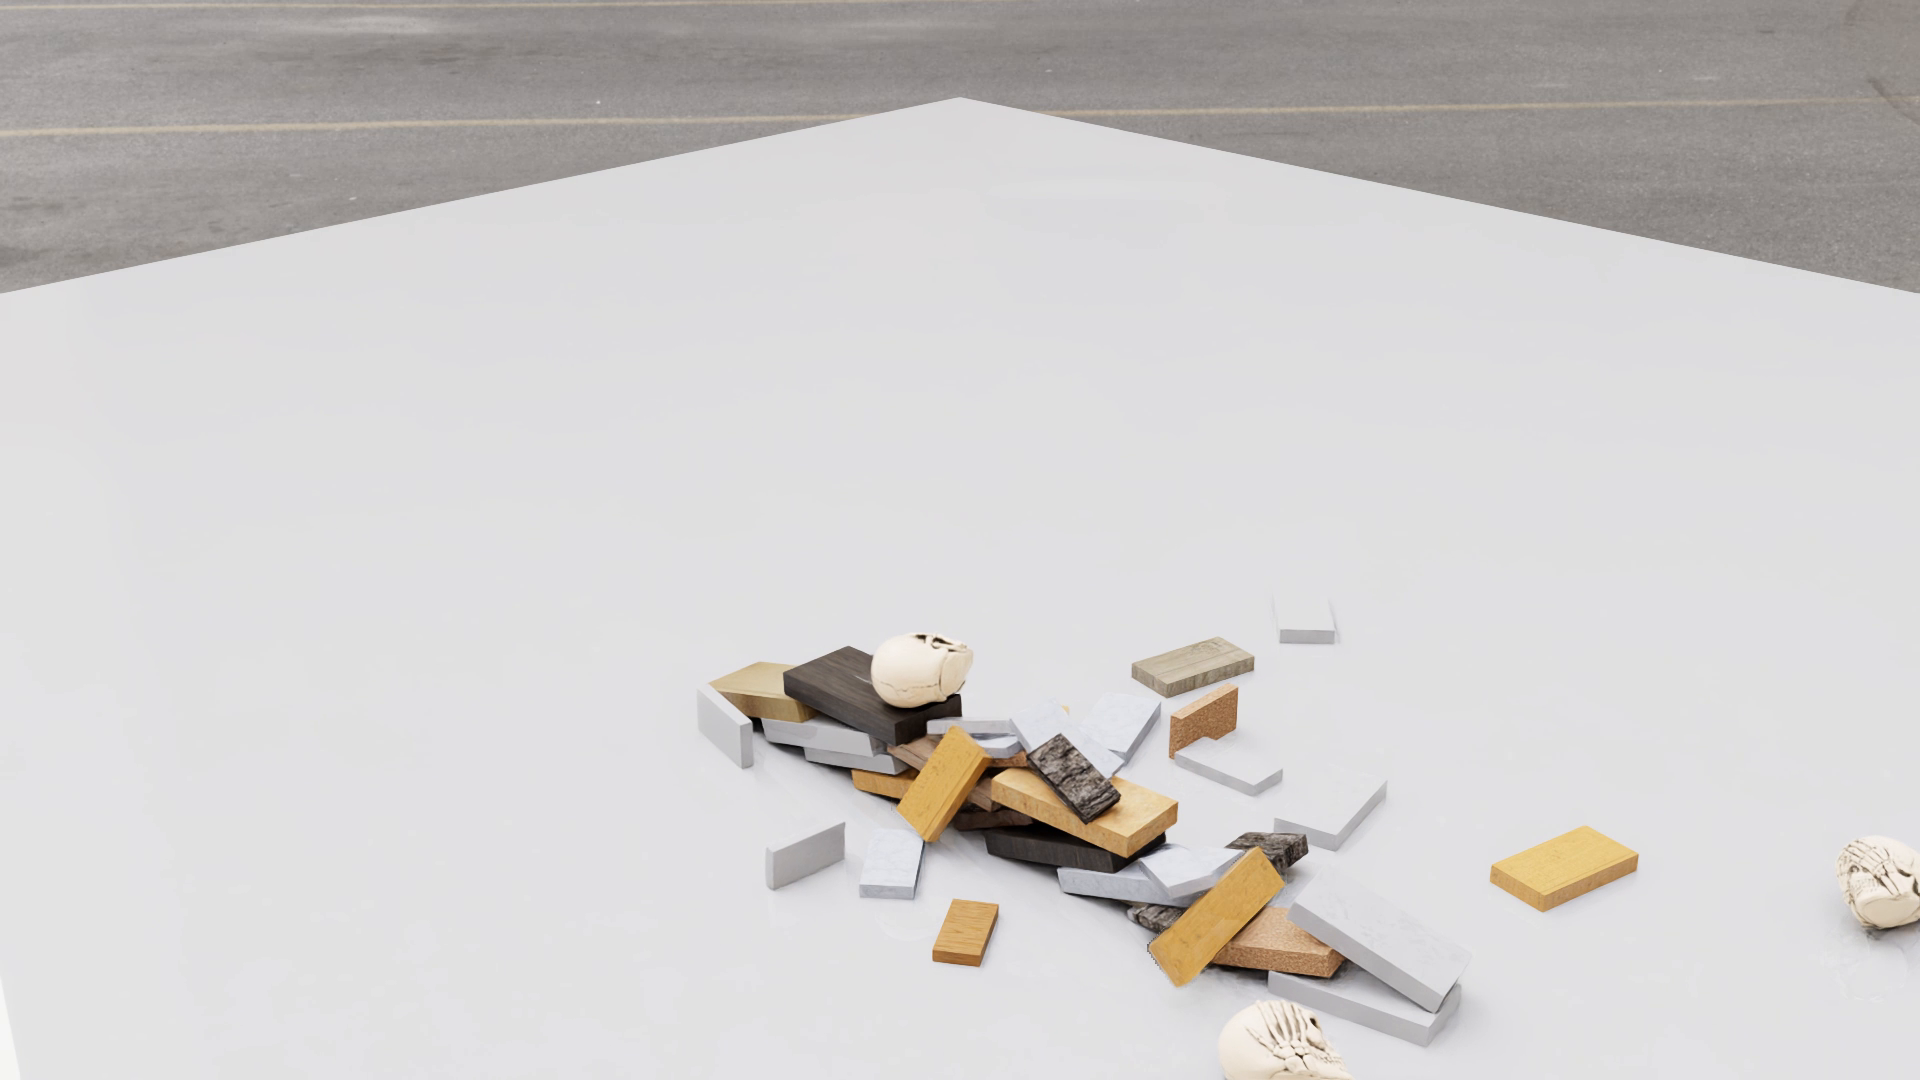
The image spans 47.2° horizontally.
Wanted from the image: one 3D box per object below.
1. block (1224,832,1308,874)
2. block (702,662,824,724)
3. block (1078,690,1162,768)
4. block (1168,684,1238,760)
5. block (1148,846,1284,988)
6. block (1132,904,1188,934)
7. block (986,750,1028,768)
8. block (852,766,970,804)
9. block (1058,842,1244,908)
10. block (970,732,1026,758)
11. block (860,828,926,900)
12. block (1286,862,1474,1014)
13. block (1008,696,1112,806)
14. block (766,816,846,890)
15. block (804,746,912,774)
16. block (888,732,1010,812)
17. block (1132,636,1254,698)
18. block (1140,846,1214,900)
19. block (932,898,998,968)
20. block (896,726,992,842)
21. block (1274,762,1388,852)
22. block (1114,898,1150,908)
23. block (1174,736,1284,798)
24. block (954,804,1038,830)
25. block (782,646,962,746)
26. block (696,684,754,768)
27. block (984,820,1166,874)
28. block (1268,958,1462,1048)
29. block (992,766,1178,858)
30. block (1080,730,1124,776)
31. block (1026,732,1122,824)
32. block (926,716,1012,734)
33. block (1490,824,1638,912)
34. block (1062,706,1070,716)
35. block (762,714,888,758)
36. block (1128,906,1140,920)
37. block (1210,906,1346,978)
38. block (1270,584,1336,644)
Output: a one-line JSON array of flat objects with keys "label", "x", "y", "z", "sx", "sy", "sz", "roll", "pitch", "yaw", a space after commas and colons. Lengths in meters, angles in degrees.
[{"label": "block", "x": 0.540, "y": 0.620, "z": 4.178, "sx": 0.133, "sy": 0.038, "sz": 0.266, "roll": -4, "pitch": 12, "yaw": 38}, {"label": "block", "x": -0.394, "y": 0.329, "z": 4.793, "sx": 0.180, "sy": 0.051, "sz": 0.359, "roll": -22, "pitch": 16, "yaw": -39}, {"label": "block", "x": 0.336, "y": 0.407, "z": 4.756, "sx": 0.128, "sy": 0.036, "sz": 0.257, "roll": 9, "pitch": 25, "yaw": 20}, {"label": "block", "x": 0.523, "y": 0.390, "z": 4.712, "sx": 0.029, "sy": 0.102, "sz": 0.204, "roll": 20, "pitch": 30, "yaw": 38}, {"label": "block", "x": 0.462, "y": 0.668, "z": 3.920, "sx": 0.024, "sy": 0.086, "sz": 0.387, "roll": -38, "pitch": -5, "yaw": 39}, {"label": "block", "x": 0.378, "y": 0.684, "z": 3.984, "sx": 0.068, "sy": 0.019, "sz": 0.135, "roll": -23, "pitch": 15, "yaw": -25}, {"label": "block", "x": 0.116, "y": 0.417, "z": 4.295, "sx": 0.159, "sy": 0.023, "sz": 0.080, "roll": -6, "pitch": 15, "yaw": 40}, {"label": "block", "x": -0.069, "y": 0.483, "z": 4.489, "sx": 0.290, "sy": 0.041, "sz": 0.145, "roll": 6, "pitch": 22, "yaw": 45}, {"label": "block", "x": 0.358, "y": 0.621, "z": 4.122, "sx": 0.323, "sy": 0.046, "sz": 0.162, "roll": -1, "pitch": 16, "yaw": 44}, {"label": "block", "x": 0.064, "y": 0.401, "z": 4.323, "sx": 0.159, "sy": 0.023, "sz": 0.080, "roll": -4, "pitch": 17, "yaw": 47}, {"label": "block", "x": -0.129, "y": 0.625, "z": 4.250, "sx": 0.104, "sy": 0.029, "sz": 0.208, "roll": 2, "pitch": 23, "yaw": 5}, {"label": "block", "x": 0.733, "y": 0.693, "z": 3.843, "sx": 0.298, "sy": 0.042, "sz": 0.149, "roll": 32, "pitch": 34, "yaw": 19}, {"label": "block", "x": 0.190, "y": 0.401, "z": 4.192, "sx": 0.102, "sy": 0.029, "sz": 0.204, "roll": -23, "pitch": 59, "yaw": -23}, {"label": "block", "x": -0.297, "y": 0.602, "z": 4.229, "sx": 0.175, "sy": 0.087, "sz": 0.025, "roll": -19, "pitch": 33, "yaw": -38}, {"label": "block", "x": -0.180, "y": 0.430, "z": 4.594, "sx": 0.145, "sy": 0.041, "sz": 0.290, "roll": -22, "pitch": 16, "yaw": -40}, {"label": "block", "x": 0.007, "y": 0.439, "z": 4.400, "sx": 0.290, "sy": 0.041, "sz": 0.145, "roll": 26, "pitch": 35, "yaw": 37}, {"label": "block", "x": 0.534, "y": 0.290, "z": 5.031, "sx": 0.256, "sy": 0.036, "sz": 0.128, "roll": -15, "pitch": 27, "yaw": -31}, {"label": "block", "x": 0.393, "y": 0.603, "z": 3.993, "sx": 0.086, "sy": 0.024, "sz": 0.172, "roll": -15, "pitch": 12, "yaw": -9}, {"label": "block", "x": 0.011, "y": 0.719, "z": 4.034, "sx": 0.087, "sy": 0.025, "sz": 0.175, "roll": 5, "pitch": 23, "yaw": 11}, {"label": "block", "x": -0.032, "y": 0.478, "z": 4.307, "sx": 0.029, "sy": 0.208, "sz": 0.104, "roll": 18, "pitch": 20, "yaw": -50}, {"label": "block", "x": 0.751, "y": 0.537, "z": 4.446, "sx": 0.133, "sy": 0.038, "sz": 0.266, "roll": 14, "pitch": 27, "yaw": 29}, {"label": "block", "x": 0.344, "y": 0.662, "z": 4.119, "sx": 0.068, "sy": 0.019, "sz": 0.135, "roll": -19, "pitch": 13, "yaw": -26}, {"label": "block", "x": 0.563, "y": 0.474, "z": 4.607, "sx": 0.204, "sy": 0.029, "sz": 0.102, "roll": 20, "pitch": 30, "yaw": 39}, {"label": "block", "x": 0.100, "y": 0.532, "z": 4.350, "sx": 0.110, "sy": 0.031, "sz": 0.220, "roll": -23, "pitch": 8, "yaw": -42}, {"label": "block", "x": -0.183, "y": 0.319, "z": 4.548, "sx": 0.180, "sy": 0.051, "sz": 0.359, "roll": -21, "pitch": 28, "yaw": -38}, {"label": "block", "x": -0.502, "y": 0.397, "z": 4.693, "sx": 0.029, "sy": 0.104, "sz": 0.208, "roll": -14, "pitch": 27, "yaw": -29}, {"label": "block", "x": 0.220, "y": 0.573, "z": 4.248, "sx": 0.323, "sy": 0.046, "sz": 0.162, "roll": 1, "pitch": 18, "yaw": 44}, {"label": "block", "x": 0.708, "y": 0.786, "z": 3.854, "sx": 0.298, "sy": 0.042, "sz": 0.149, "roll": 14, "pitch": 27, "yaw": 30}, {"label": "block", "x": 0.236, "y": 0.497, "z": 4.195, "sx": 0.323, "sy": 0.046, "sz": 0.162, "roll": 19, "pitch": 31, "yaw": 36}, {"label": "block", "x": 0.231, "y": 0.407, "z": 4.240, "sx": 0.159, "sy": 0.023, "sz": 0.080, "roll": 34, "pitch": 37, "yaw": 18}, {"label": "block", "x": 0.212, "y": 0.447, "z": 4.124, "sx": 0.086, "sy": 0.024, "sz": 0.172, "roll": -31, "pitch": 62, "yaw": -27}, {"label": "block", "x": 0.067, "y": 0.366, "z": 4.360, "sx": 0.254, "sy": 0.025, "sz": 0.087, "roll": -3, "pitch": -1, "yaw": 27}, {"label": "block", "x": 1.162, "y": 0.630, "z": 4.228, "sx": 0.266, "sy": 0.038, "sz": 0.133, "roll": -15, "pitch": 27, "yaw": -31}, {"label": "block", "x": 0.186, "y": 0.442, "z": 4.577, "sx": 0.031, "sy": 0.110, "sz": 0.220, "roll": 8, "pitch": 24, "yaw": 13}, {"label": "block", "x": -0.236, "y": 0.384, "z": 4.635, "sx": 0.180, "sy": 0.051, "sz": 0.359, "roll": -22, "pitch": 16, "yaw": -39}, {"label": "block", "x": 0.377, "y": 0.689, "z": 4.055, "sx": 0.068, "sy": 0.019, "sz": 0.135, "roll": -23, "pitch": 15, "yaw": -31}, {"label": "block", "x": 0.553, "y": 0.713, "z": 3.942, "sx": 0.298, "sy": 0.042, "sz": 0.149, "roll": 0, "pitch": 19, "yaw": 34}, {"label": "block", "x": 0.824, "y": 0.178, "z": 5.295, "sx": 0.128, "sy": 0.036, "sz": 0.257, "roll": 1, "pitch": 23, "yaw": 3}]
